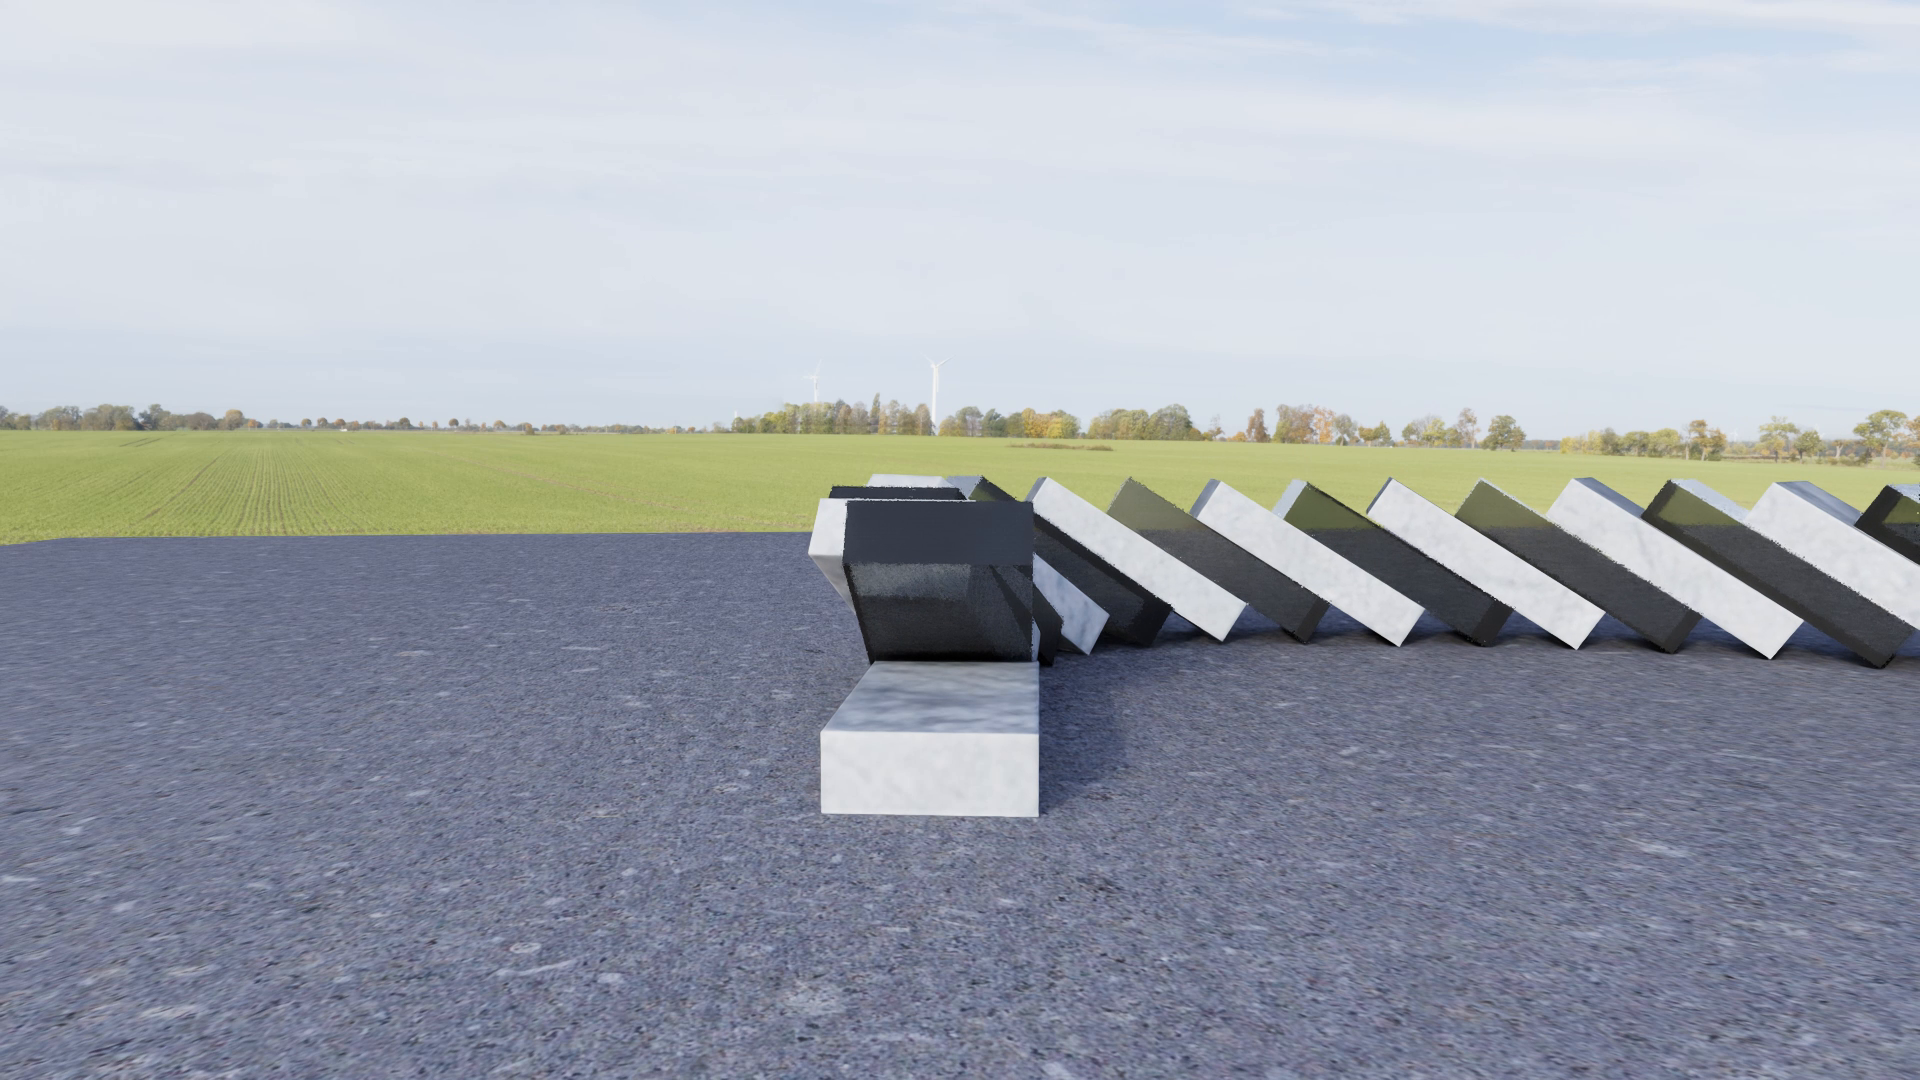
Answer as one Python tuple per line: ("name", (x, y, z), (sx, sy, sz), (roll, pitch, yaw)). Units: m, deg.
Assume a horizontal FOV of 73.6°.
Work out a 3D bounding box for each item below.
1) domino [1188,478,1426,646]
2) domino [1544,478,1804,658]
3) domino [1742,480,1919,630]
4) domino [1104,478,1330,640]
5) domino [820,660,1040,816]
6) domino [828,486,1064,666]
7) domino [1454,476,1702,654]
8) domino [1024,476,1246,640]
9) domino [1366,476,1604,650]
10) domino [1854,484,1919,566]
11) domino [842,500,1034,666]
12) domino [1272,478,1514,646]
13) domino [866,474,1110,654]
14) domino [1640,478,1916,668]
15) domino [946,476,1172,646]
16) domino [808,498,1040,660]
("domino", (0.075, 0.004, 0.282), (0.050, 0.009, 0.025), (33, 7, 3))
("domino", (0.152, 0.005, 0.272), (0.050, 0.009, 0.025), (40, 24, 26))
("domino", (0.183, 0.006, 0.251), (0.025, 0.010, 0.050), (-3, 38, -43))
("domino", (0.056, 0.004, 0.284), (0.050, 0.009, 0.025), (33, 5, 3))
("domino", (-0.002, 0.025, 0.172), (0.025, 0.009, 0.050), (0, 4, 4))
("domino", (-0.002, 0.007, 0.234), (0.025, 0.009, 0.050), (2, -28, 29))
("domino", (0.132, 0.004, 0.277), (0.050, 0.009, 0.025), (36, 16, 16))
("domino", (0.037, 0.004, 0.283), (0.050, 0.010, 0.025), (32, 2, -2))
("domino", (0.114, 0.004, 0.281), (0.050, 0.009, 0.025), (35, 13, 12))
("domino", (0.197, 0.007, 0.238), (0.025, 0.009, 0.050), (-3, 37, -38))
("domino", (-0.002, 0.011, 0.192), (0.025, 0.009, 0.050), (1, -28, 3))
("domino", (0.094, 0.004, 0.282), (0.050, 0.009, 0.025), (32, 8, 4))
("domino", (0.004, 0.005, 0.258), (0.050, 0.009, 0.025), (38, -17, -30))
("domino", (0.168, 0.005, 0.262), (0.025, 0.010, 0.050), (-4, 38, -49))
("domino", (0.019, 0.004, 0.273), (0.050, 0.009, 0.025), (34, -6, -15))
("domino", (-0.004, 0.010, 0.214), (0.025, 0.009, 0.050), (1, -27, 17))
